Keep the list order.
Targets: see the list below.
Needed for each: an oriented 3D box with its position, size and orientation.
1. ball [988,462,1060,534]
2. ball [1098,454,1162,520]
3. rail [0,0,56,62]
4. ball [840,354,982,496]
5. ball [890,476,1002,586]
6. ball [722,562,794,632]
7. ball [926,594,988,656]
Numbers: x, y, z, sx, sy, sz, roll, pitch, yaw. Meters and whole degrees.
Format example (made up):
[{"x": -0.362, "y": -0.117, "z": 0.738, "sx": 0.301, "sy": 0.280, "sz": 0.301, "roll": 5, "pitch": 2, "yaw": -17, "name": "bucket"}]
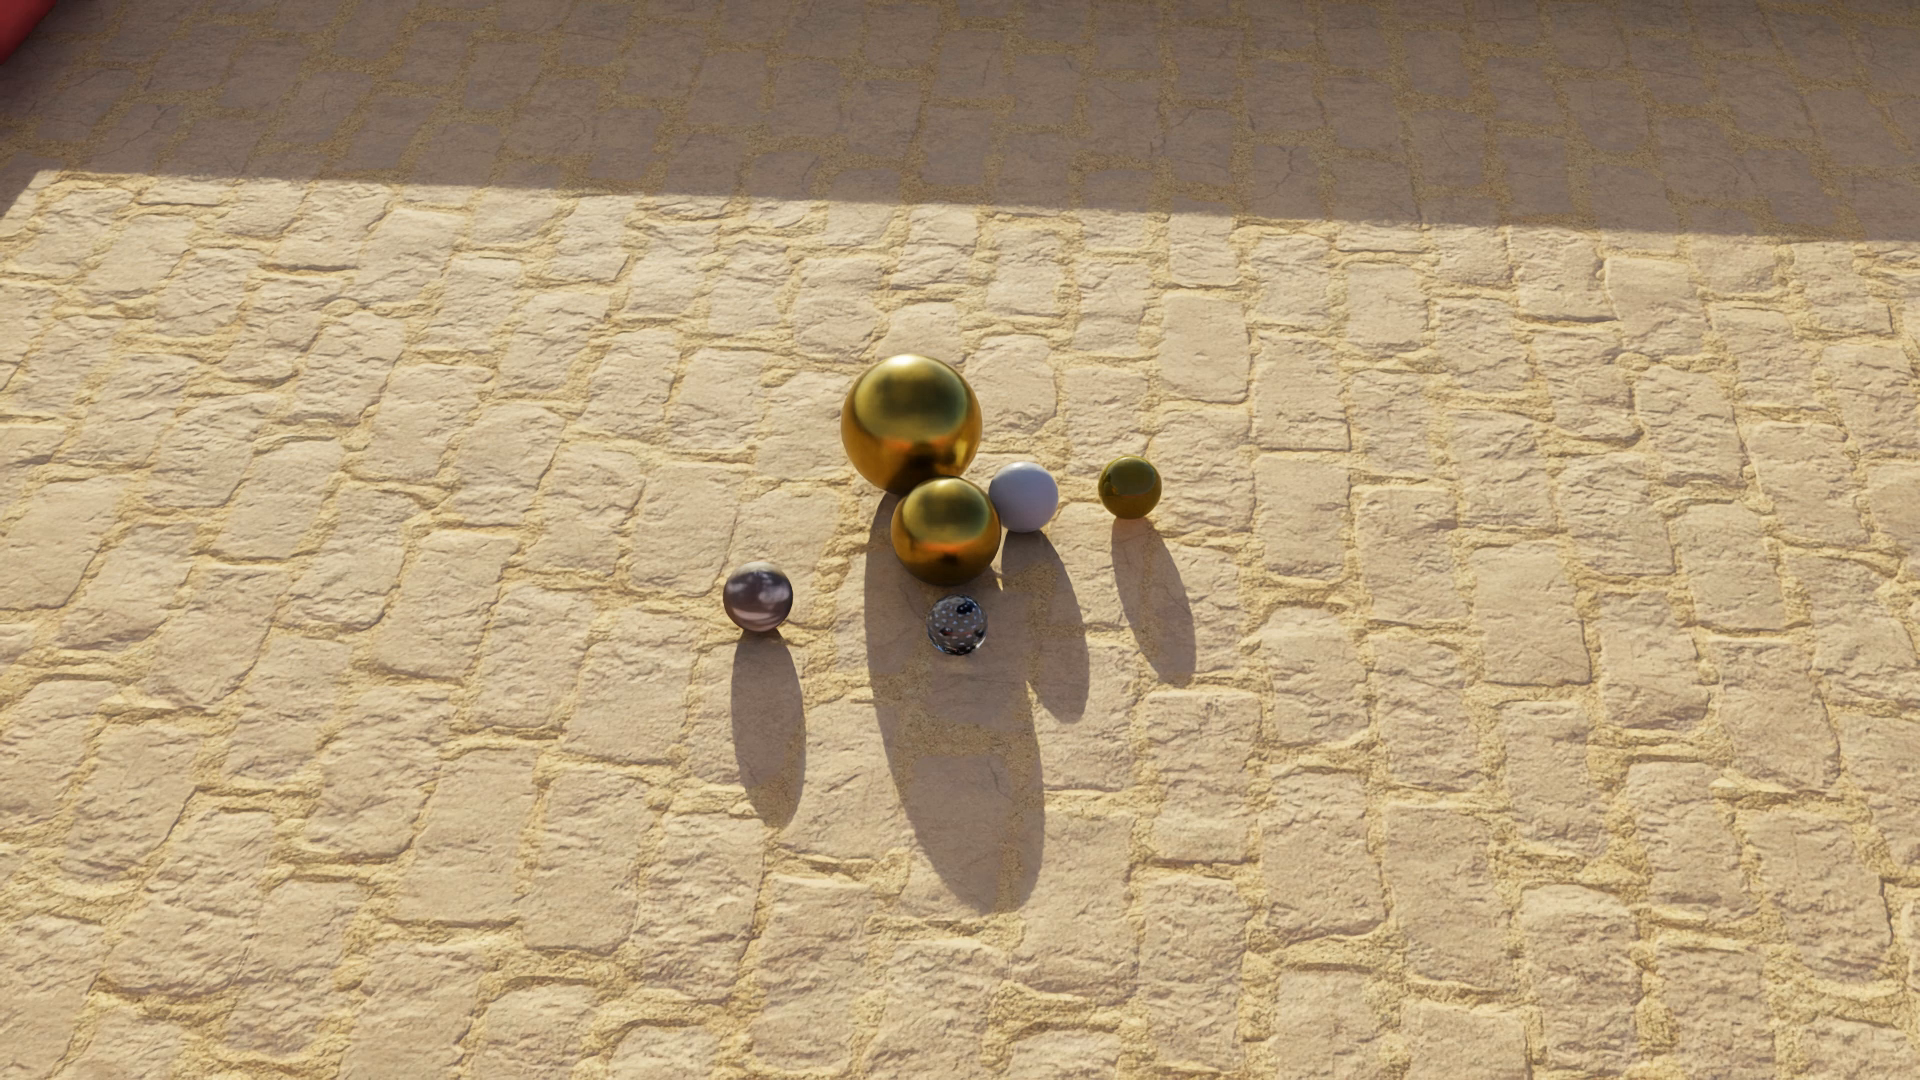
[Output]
[{"x": 0.043, "y": -0.029, "z": 1.759, "sx": 0.049, "sy": 0.049, "sz": 0.049, "roll": 0, "pitch": 36, "yaw": 0, "name": "ball"}, {"x": 0.117, "y": -0.036, "z": 1.773, "sx": 0.045, "sy": 0.045, "sz": 0.045, "roll": 0, "pitch": 36, "yaw": 0, "name": "ball"}, {"x": -0.920, "y": -0.072, "z": 1.749, "sx": 0.045, "sy": 0.129, "sz": 2.152, "roll": 3, "pitch": 36, "yaw": 4, "name": "rail"}, {"x": -0.034, "y": -0.080, "z": 1.787, "sx": 0.099, "sy": 0.099, "sz": 0.099, "roll": 0, "pitch": 36, "yaw": 0, "name": "ball"}, {"x": -0.009, "y": -0.006, "z": 1.705, "sx": 0.074, "sy": 0.074, "sz": 0.074, "roll": 0, "pitch": 36, "yaw": 0, "name": "ball"}, {"x": -0.132, "y": 0.037, "z": 1.670, "sx": 0.046, "sy": 0.046, "sz": 0.046, "roll": 0, "pitch": 36, "yaw": 0, "name": "ball"}, {"x": -0.002, "y": 0.055, "z": 1.651, "sx": 0.040, "sy": 0.040, "sz": 0.040, "roll": 0, "pitch": 36, "yaw": 0, "name": "ball"}]
